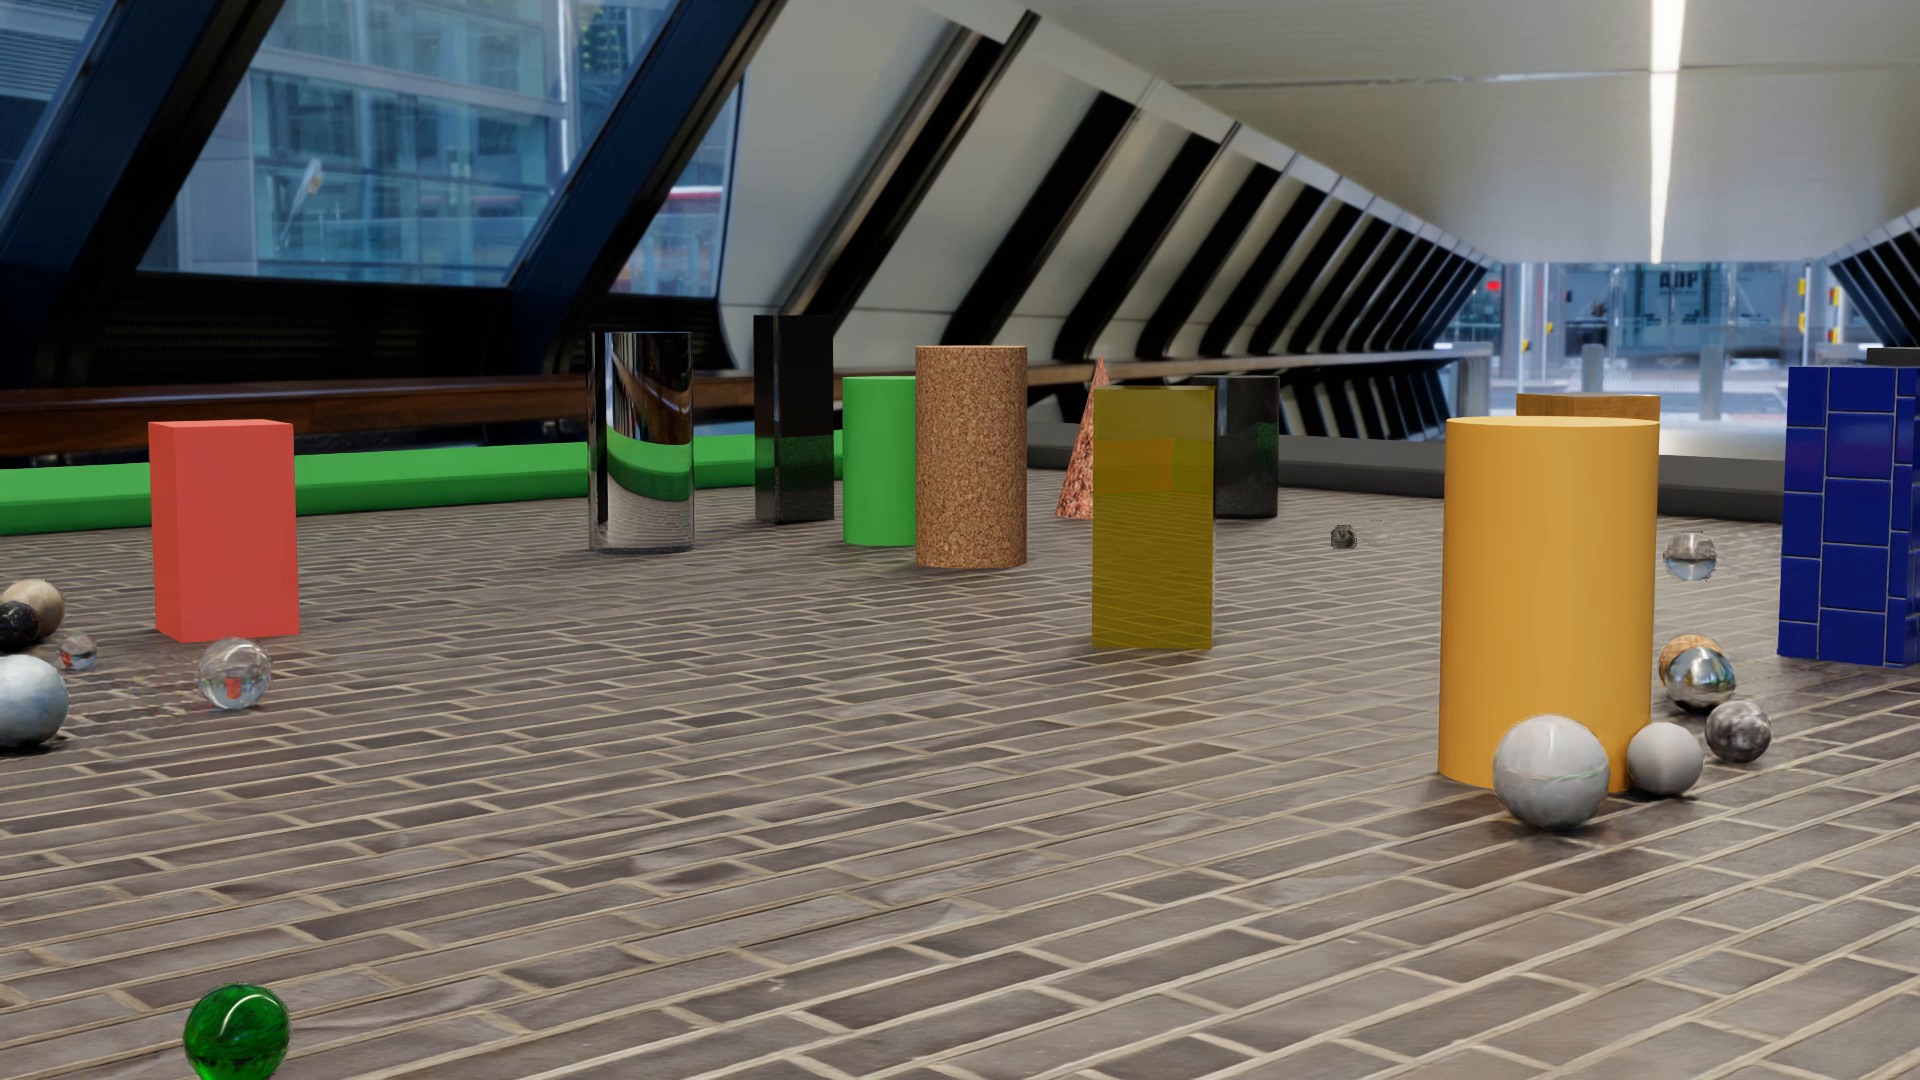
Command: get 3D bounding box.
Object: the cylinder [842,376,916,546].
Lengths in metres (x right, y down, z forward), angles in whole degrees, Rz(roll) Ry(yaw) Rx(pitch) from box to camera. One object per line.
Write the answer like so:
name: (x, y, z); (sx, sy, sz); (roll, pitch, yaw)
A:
cylinder: (-0.128, -0.156, 4.250); (0.197, 0.315, 0.197); (0, 6, 0)

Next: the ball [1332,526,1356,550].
ball: (0.716, -0.003, 4.101); (0.043, 0.043, 0.043); (0, 6, 0)

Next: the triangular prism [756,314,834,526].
triangular prism: (-0.381, -0.259, 4.659); (0.148, 0.434, 0.170); (5, 8, 40)

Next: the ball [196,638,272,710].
ball: (-0.813, 0.149, 2.461); (0.080, 0.080, 0.080); (0, 6, 0)

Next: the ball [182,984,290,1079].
ball: (-0.416, 0.285, 1.264); (0.059, 0.059, 0.059); (0, 6, 0)

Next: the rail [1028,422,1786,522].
rail: (1.564, -0.117, 4.767); (0.045, 0.128, 4.119); (-5, 8, -42)

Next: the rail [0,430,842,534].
rail: (-1.380, -0.122, 4.820); (4.302, 0.128, 0.045); (-5, 8, -42)

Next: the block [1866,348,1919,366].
block: (1.463, -0.092, 3.290); (0.157, 0.388, 0.157); (-1, 6, -5)

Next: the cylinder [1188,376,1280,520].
cylinder: (0.593, -0.204, 4.777); (0.197, 0.302, 0.197); (0, 6, 0)

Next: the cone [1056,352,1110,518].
cone: (0.306, -0.232, 4.788); (0.197, 0.355, 0.197); (0, 6, 0)

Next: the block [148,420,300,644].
block: (-1.019, -0.017, 3.044); (0.157, 0.290, 0.157); (-4, 7, -32)

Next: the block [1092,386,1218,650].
block: (0.264, -0.035, 2.967); (0.157, 0.341, 0.157); (1, 6, 8)

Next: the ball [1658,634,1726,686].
ball: (0.839, 0.146, 2.519); (0.075, 0.075, 0.075); (0, 6, 0)

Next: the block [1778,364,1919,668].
block: (1.169, -0.037, 2.834); (0.157, 0.373, 0.157); (5, 8, 41)

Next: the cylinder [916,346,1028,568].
cylinder: (0.020, -0.150, 3.882); (0.197, 0.381, 0.197); (0, 6, 0)

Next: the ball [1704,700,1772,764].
ball: (0.767, 0.189, 2.168); (0.062, 0.062, 0.062); (0, 6, 0)

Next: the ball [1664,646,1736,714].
ball: (0.818, 0.155, 2.432); (0.074, 0.074, 0.074); (0, 6, 0)

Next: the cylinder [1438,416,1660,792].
cylinder: (0.563, 0.056, 2.108); (0.197, 0.339, 0.197); (0, 6, 0)

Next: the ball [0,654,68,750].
ball: (-0.958, 0.165, 2.235); (0.097, 0.097, 0.097); (0, 6, 0)

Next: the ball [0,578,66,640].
ball: (-1.254, 0.094, 2.970); (0.084, 0.084, 0.084); (0, 6, 0)

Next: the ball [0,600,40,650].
ball: (-1.245, 0.112, 2.895); (0.064, 0.064, 0.064); (0, 6, 0)

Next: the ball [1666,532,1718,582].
ball: (1.204, 0.027, 3.621); (0.082, 0.082, 0.082); (0, 6, 0)

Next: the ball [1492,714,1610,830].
ball: (0.508, 0.200, 1.890); (0.098, 0.098, 0.098); (0, 6, 0)

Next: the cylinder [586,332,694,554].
cylinder: (-0.594, -0.184, 4.091); (0.197, 0.404, 0.197); (0, 6, 0)

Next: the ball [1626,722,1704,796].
ball: (0.647, 0.201, 2.020); (0.068, 0.068, 0.068); (0, 6, 0)

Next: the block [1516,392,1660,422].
block: (0.993, -0.075, 3.496); (0.157, 0.312, 0.157); (-2, 6, -19)

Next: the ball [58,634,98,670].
ball: (-1.095, 0.139, 2.731); (0.045, 0.045, 0.045); (0, 6, 0)
